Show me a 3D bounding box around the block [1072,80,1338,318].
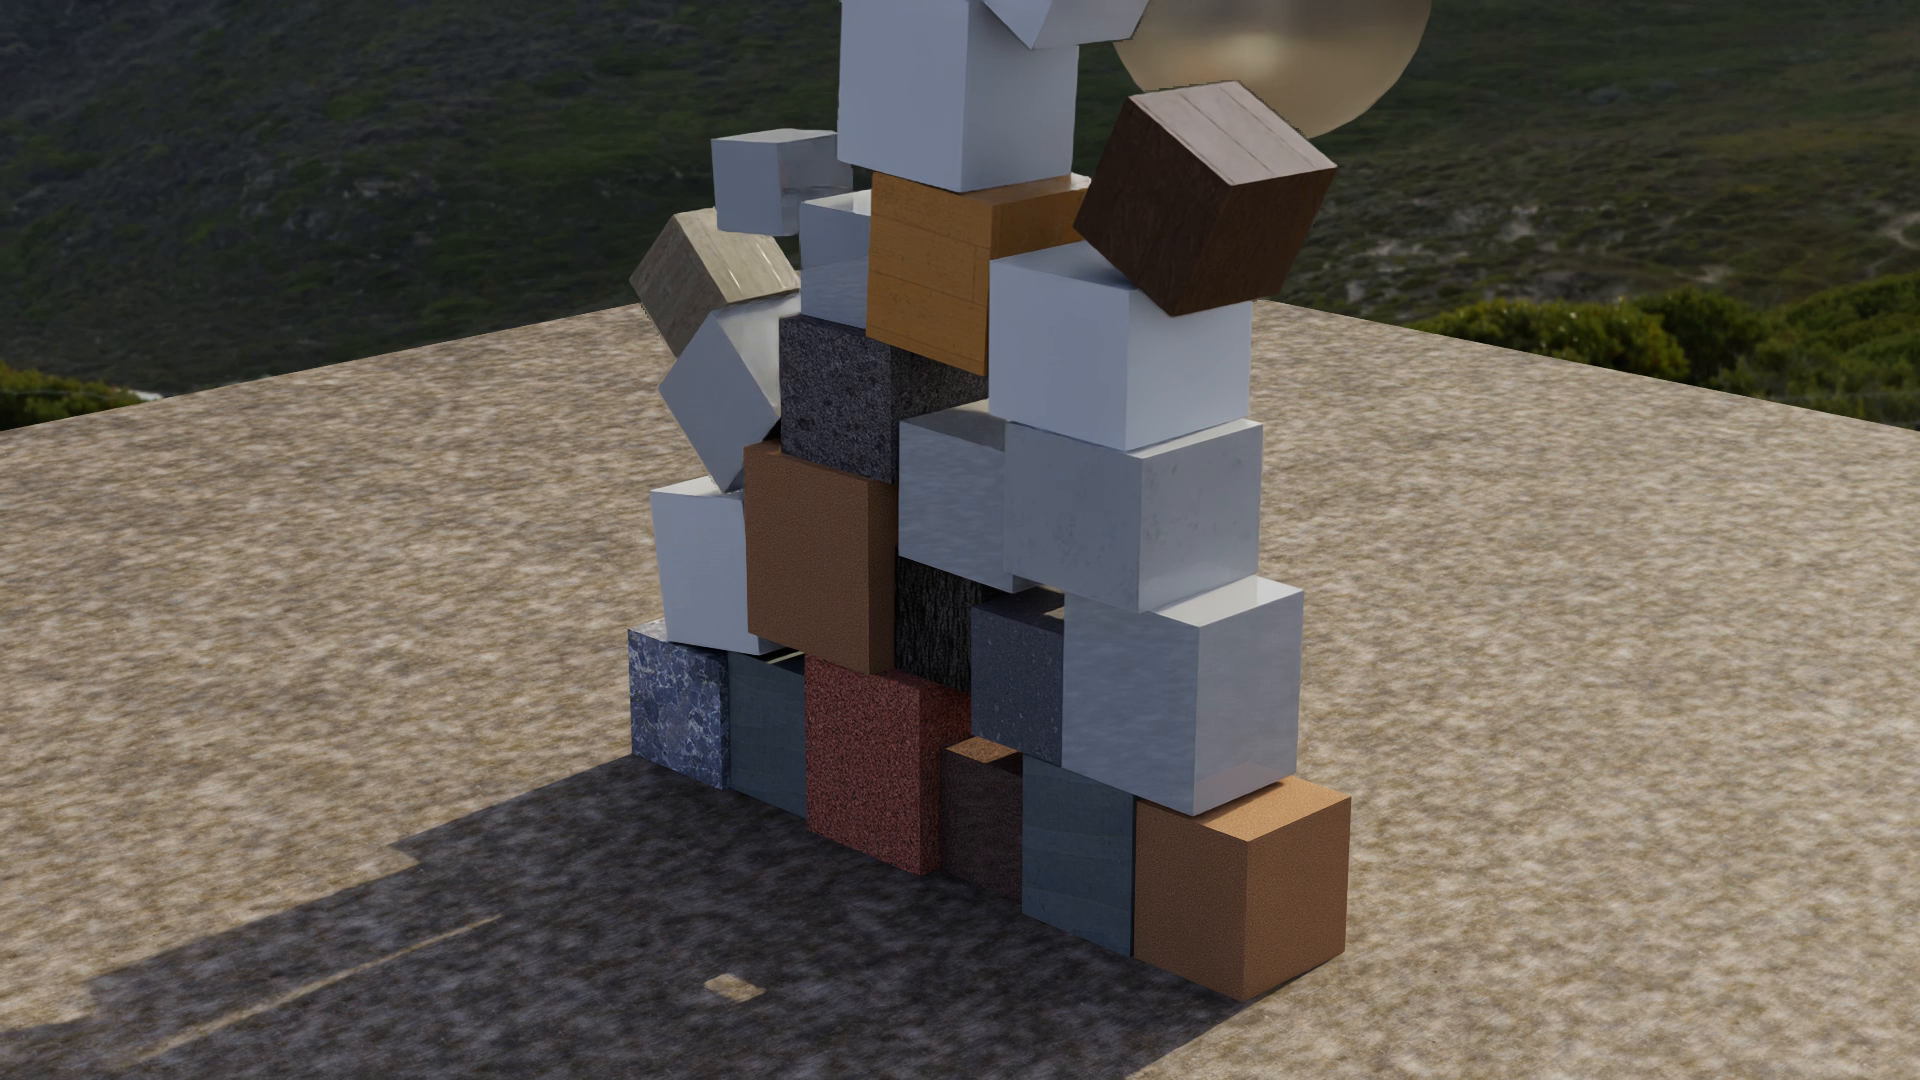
[{"bbox_3d":[0.990,-1.391,11.895,0.656,0.638,0.627,-15,50,-42],"label":"block"}]

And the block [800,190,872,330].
[{"bbox_3d":[-0.355,-1.275,13.310,0.555,0.517,0.498,17,24,42],"label":"block"}]

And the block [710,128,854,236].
[{"bbox_3d":[-0.823,-1.668,13.653,0.438,0.427,0.483,-16,18,-41],"label":"block"}]

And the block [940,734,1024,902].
[{"bbox_3d":[0.316,1.232,13.416,0.560,0.605,0.587,-17,24,-42],"label":"block"}]

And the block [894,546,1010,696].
[{"bbox_3d":[0.098,0.310,13.358,0.566,0.579,0.551,-17,25,-42],"label":"block"}]

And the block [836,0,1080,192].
[{"bbox_3d":[-0.008,-2.015,12.703,0.686,0.812,0.770,-16,26,-43],"label":"block"}]

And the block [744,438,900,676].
[{"bbox_3d":[-0.419,0.004,13.771,0.839,0.916,0.822,17,24,42],"label":"block"}]

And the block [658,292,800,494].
[{"bbox_3d":[-0.943,-0.710,14.088,0.589,0.620,0.638,-17,67,-42],"label":"block"}]

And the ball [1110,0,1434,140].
[{"bbox_3d":[1.467,-2.694,14.032,1.600,1.600,1.600,0,17,0],"label":"ball"}]

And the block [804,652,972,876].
[{"bbox_3d":[-0.181,0.944,13.825,0.779,0.909,0.770,-17,24,-42],"label":"block"}]

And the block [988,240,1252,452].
[{"bbox_3d":[0.677,-0.850,12.392,0.784,0.669,0.784,-17,24,-42],"label":"block"}]

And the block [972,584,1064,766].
[{"bbox_3d":[0.469,0.570,13.003,0.629,0.600,0.554,-17,24,-42],"label":"block"}]

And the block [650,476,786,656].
[{"bbox_3d":[-0.997,0.083,14.432,0.694,0.760,0.701,-17,16,-42],"label":"block"}]

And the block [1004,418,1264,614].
[{"bbox_3d":[0.735,-0.179,12.485,0.772,0.665,0.774,-17,25,-42],"label":"block"}]

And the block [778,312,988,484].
[{"bbox_3d":[-0.304,-0.711,13.448,0.734,0.642,0.743,17,24,42],"label":"block"}]

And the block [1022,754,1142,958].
[{"bbox_3d":[0.762,1.291,12.974,0.731,0.758,0.644,-17,24,-42],"label":"block"}]

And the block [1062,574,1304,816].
[{"bbox_3d":[0.947,0.597,12.525,0.680,0.833,0.748,-17,24,-42],"label":"block"}]

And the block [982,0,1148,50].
[{"bbox_3d":[0.412,-2.489,12.144,0.598,0.575,0.665,-15,54,-42],"label":"block"}]

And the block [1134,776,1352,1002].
[{"bbox_3d":[1.206,1.443,12.544,0.687,0.725,0.609,-17,24,-42],"label":"block"}]

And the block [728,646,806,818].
[{"bbox_3d":[-0.677,0.875,14.344,0.637,0.729,0.641,-17,24,-42],"label":"block"}]

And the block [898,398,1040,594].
[{"bbox_3d":[0.232,-0.221,13.052,0.712,0.626,0.712,-17,25,-42],"label":"block"}]

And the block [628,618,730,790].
[{"bbox_3d":[-1.171,0.763,14.801,0.702,0.669,0.701,-17,24,-42],"label":"block"}]

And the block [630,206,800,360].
[{"bbox_3d":[-1.183,-1.244,14.213,0.484,0.521,0.532,-17,68,-42],"label":"block"}]

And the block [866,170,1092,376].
[{"bbox_3d":[0.118,-1.223,12.821,0.728,0.745,0.731,-17,28,-42],"label":"block"}]
